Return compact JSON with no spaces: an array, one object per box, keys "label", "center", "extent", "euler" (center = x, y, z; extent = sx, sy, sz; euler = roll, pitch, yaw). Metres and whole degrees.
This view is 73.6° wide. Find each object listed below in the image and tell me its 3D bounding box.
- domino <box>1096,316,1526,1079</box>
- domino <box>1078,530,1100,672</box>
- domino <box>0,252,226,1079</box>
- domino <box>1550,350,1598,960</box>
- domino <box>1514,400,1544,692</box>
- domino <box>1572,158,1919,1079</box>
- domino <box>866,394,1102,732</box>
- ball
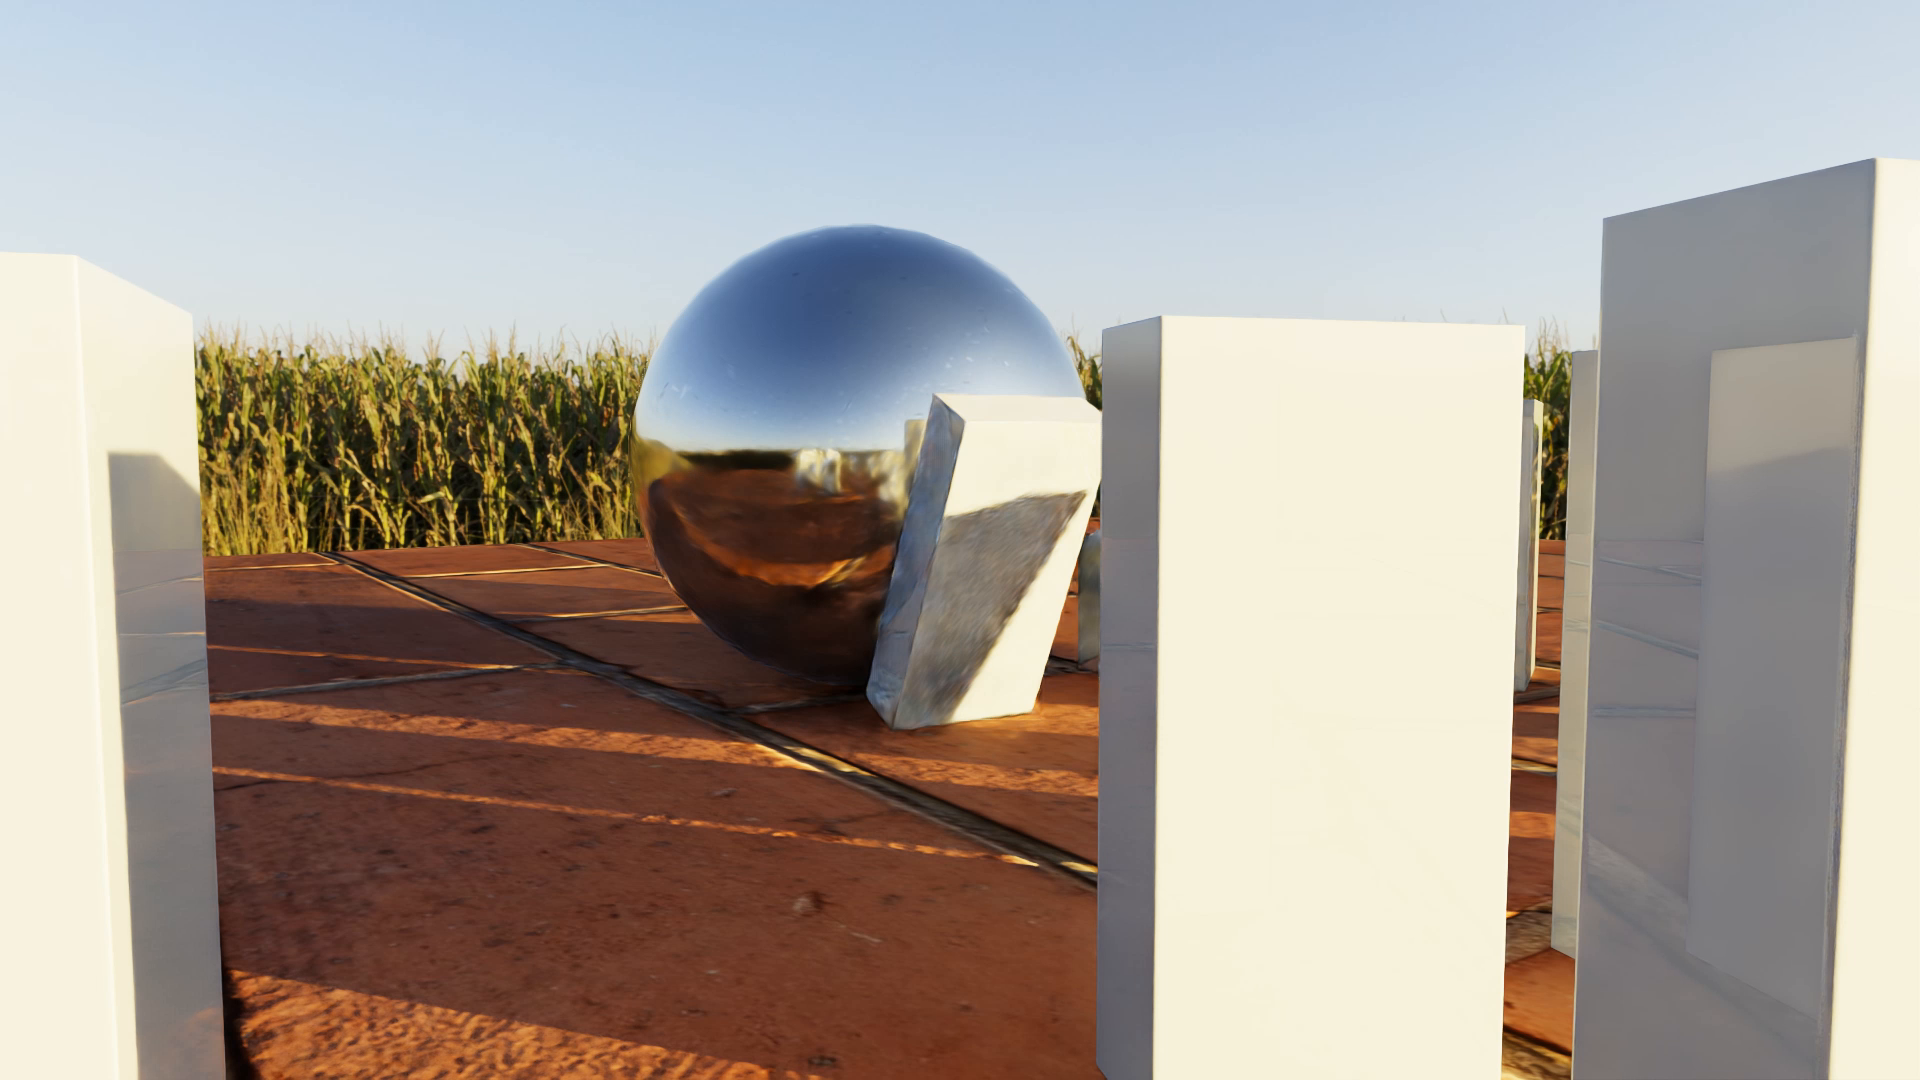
[{"label":"domino","center":[0.023,0.011,0.085],"extent":[0.025,0.050,0.010],"euler":[-1,4,-15]},{"label":"domino","center":[0.039,0.003,0.217],"extent":[0.010,0.025,0.050],"euler":[20,-33,-28]},{"label":"domino","center":[-0.044,0.013,0.063],"extent":[0.010,0.050,0.025],"euler":[-2,5,-22]},{"label":"domino","center":[0.058,0.010,0.096],"extent":[0.010,0.050,0.025],"euler":[-1,4,-18]},{"label":"domino","center":[0.098,0.000,0.231],"extent":[0.009,0.050,0.025],"euler":[2,5,27]},{"label":"domino","center":[0.035,0.014,0.043],"extent":[0.025,0.050,0.009],"euler":[-1,4,-16]},{"label":"domino","center":[0.004,0.004,0.189],"extent":[0.025,0.050,0.009],"euler":[-3,30,-31]},{"label":"ball","center":[-0.017,-0.014,0.225],"extent":[0.080,0.080,0.080],"euler":[0,4,0]}]
